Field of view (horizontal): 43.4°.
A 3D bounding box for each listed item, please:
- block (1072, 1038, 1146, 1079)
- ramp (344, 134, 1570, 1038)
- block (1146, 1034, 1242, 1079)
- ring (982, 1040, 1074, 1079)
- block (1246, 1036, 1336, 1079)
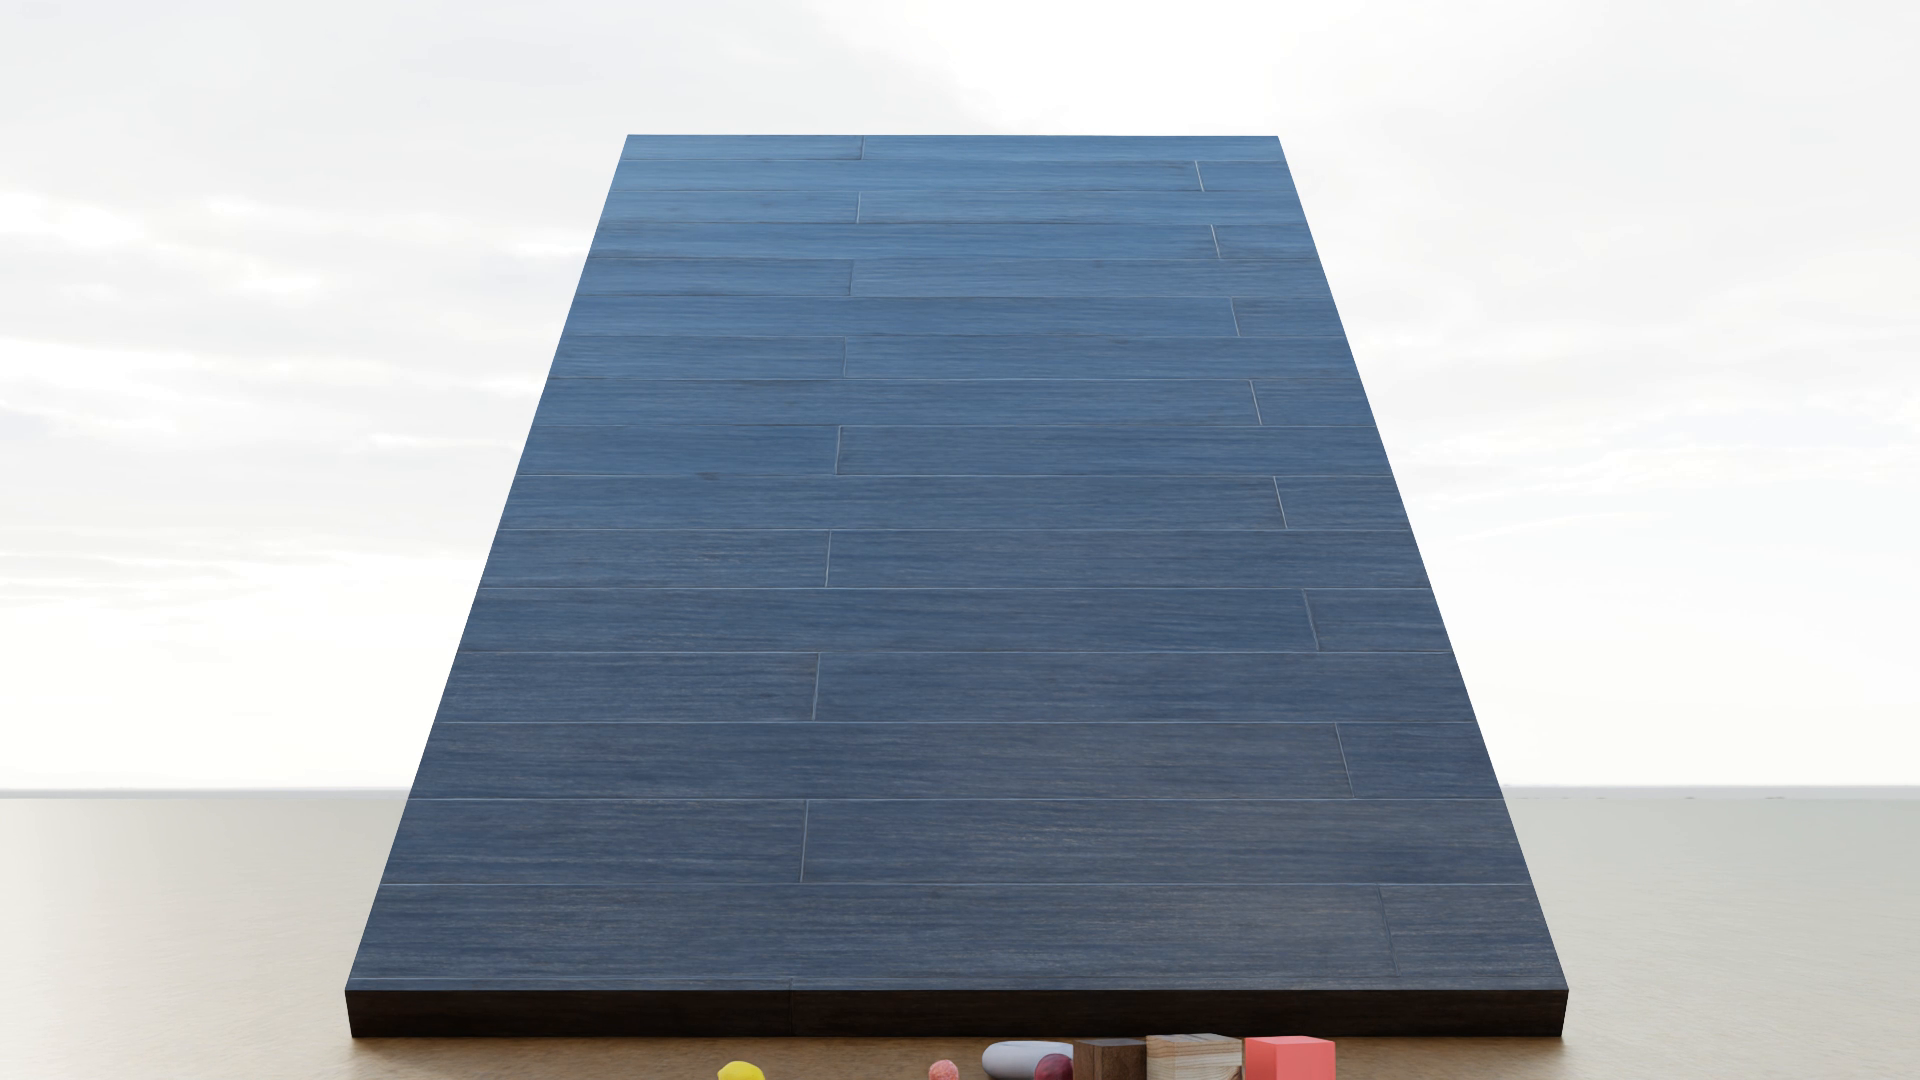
[{"bbox_3d":[0.200,0.690,3.118,0.080,0.080,0.080,3,-7,-24],"label":"block"},{"bbox_3d":[-0.013,-0.212,5.698,2.000,0.100,4.000,0,30,0],"label":"ramp"},{"bbox_3d":[0.297,0.679,3.064,0.091,0.091,0.091,2,-6,-18],"label":"block"},{"bbox_3d":[0.104,0.737,3.409,0.146,0.049,0.146,1,-7,0],"label":"ring"},{"bbox_3d":[0.425,0.687,3.105,0.085,0.085,0.085,2,-6,-20],"label":"block"}]
